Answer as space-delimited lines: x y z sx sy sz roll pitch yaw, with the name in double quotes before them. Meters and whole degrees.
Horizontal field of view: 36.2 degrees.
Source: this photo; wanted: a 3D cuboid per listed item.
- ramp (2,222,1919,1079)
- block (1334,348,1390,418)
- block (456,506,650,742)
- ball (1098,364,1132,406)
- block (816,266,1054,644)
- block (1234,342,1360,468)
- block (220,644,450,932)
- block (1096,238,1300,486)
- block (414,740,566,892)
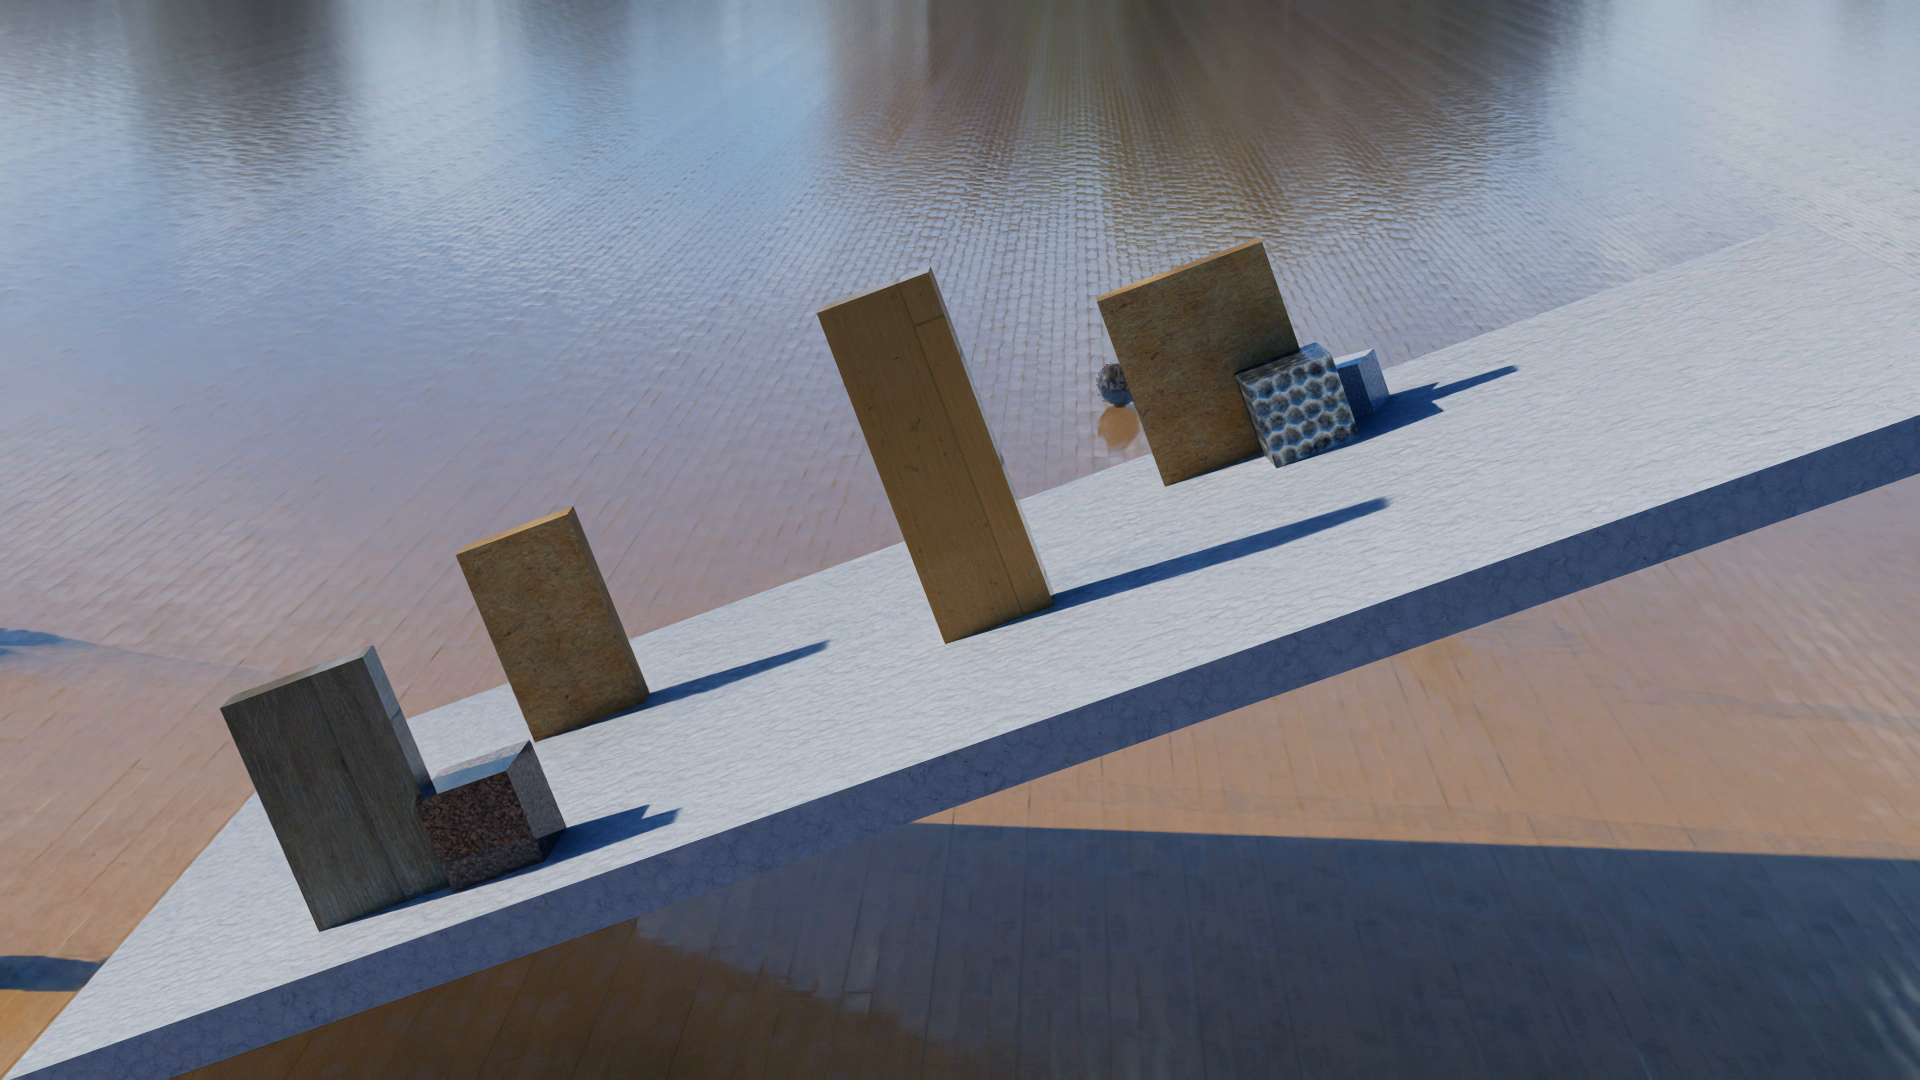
"ramp" 0.117 0.176 6.296 4.000 0.100 2.000 -20 12 7
"block" 0.902 -0.355 6.798 0.122 0.122 0.122 -14 13 31
"block" -0.916 0.191 6.632 0.269 0.464 0.087 -20 12 7
"ball" 0.699 -0.682 12.910 0.186 0.186 0.186 0 13 0
"block" -0.046 -0.173 6.079 0.242 0.740 0.101 -20 12 7
"block" 0.758 -0.305 6.629 0.200 0.200 0.200 -21 11 1
"block" -1.194 0.484 5.721 0.300 0.484 0.090 -20 12 7
"block" 0.580 -0.408 6.764 0.397 0.459 0.081 -20 12 7
"block" -0.910 0.534 5.718 0.194 0.194 0.194 -19 12 10
